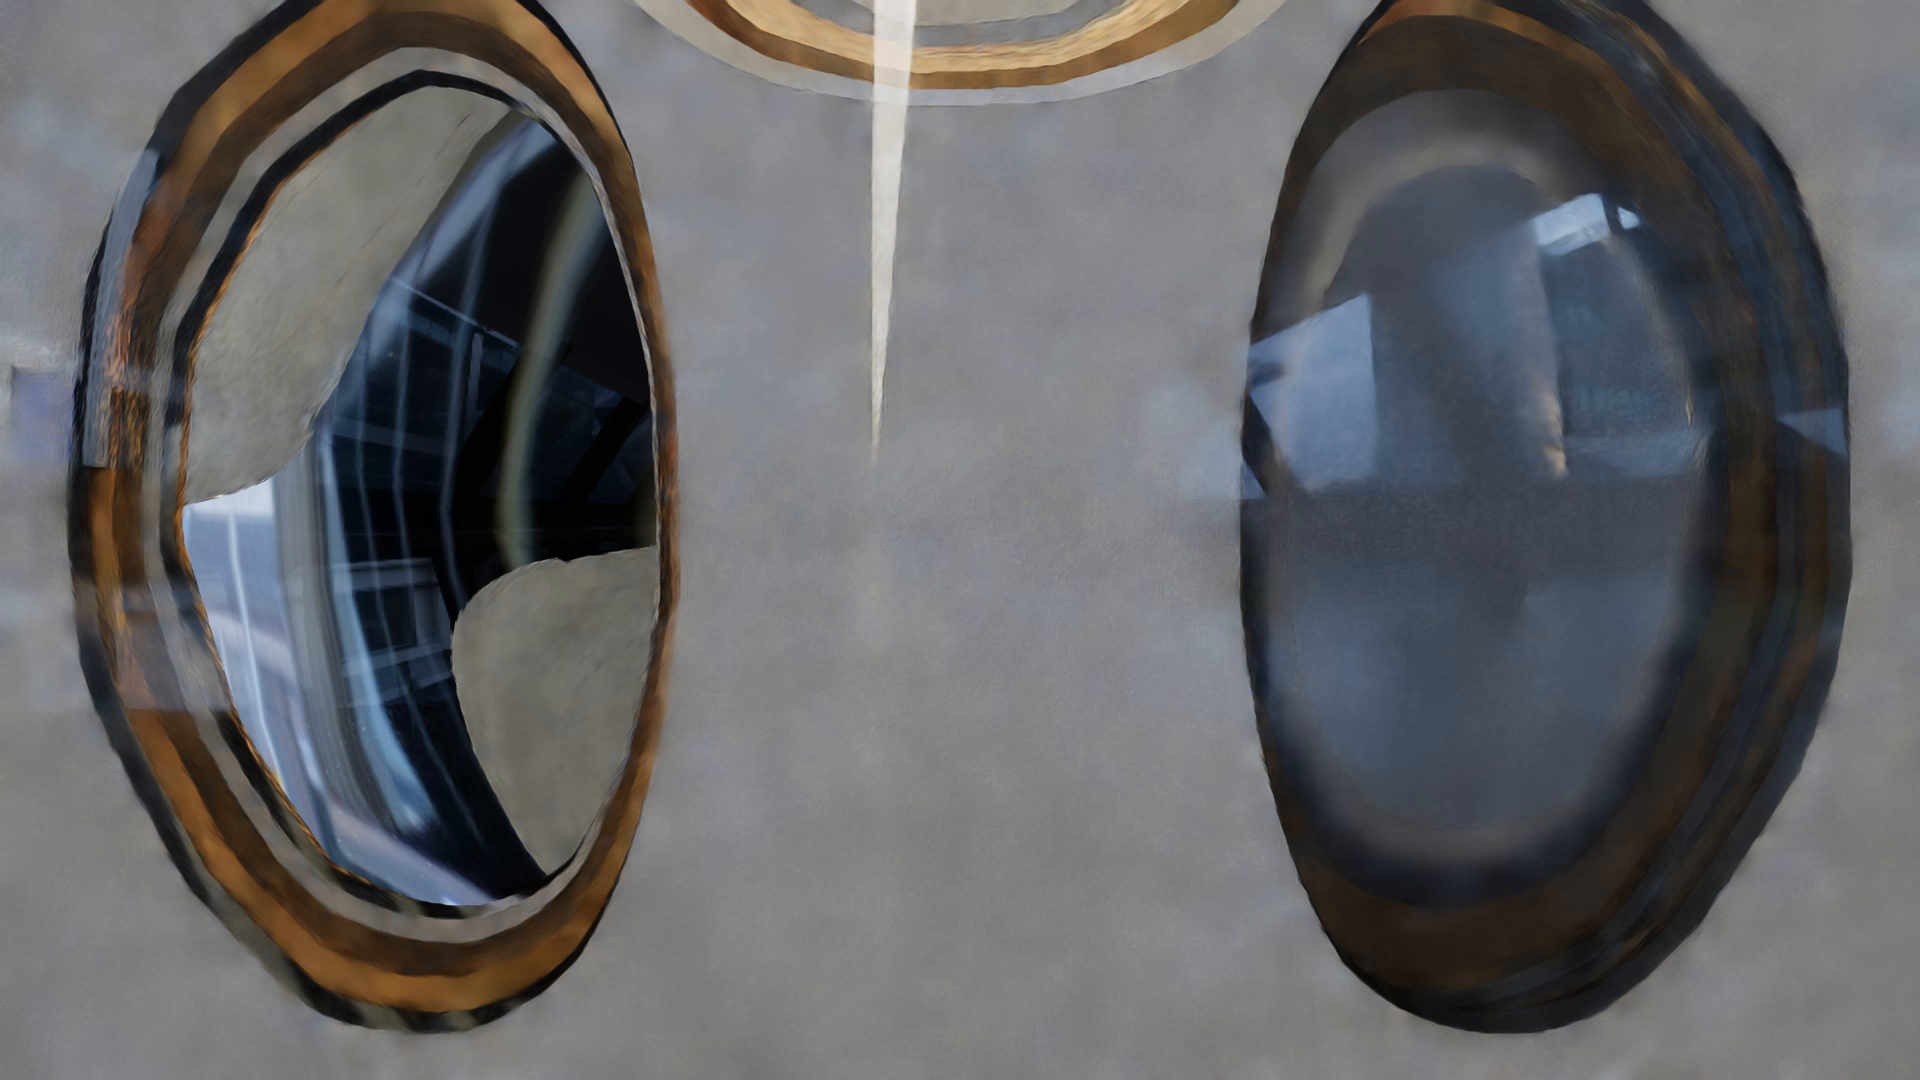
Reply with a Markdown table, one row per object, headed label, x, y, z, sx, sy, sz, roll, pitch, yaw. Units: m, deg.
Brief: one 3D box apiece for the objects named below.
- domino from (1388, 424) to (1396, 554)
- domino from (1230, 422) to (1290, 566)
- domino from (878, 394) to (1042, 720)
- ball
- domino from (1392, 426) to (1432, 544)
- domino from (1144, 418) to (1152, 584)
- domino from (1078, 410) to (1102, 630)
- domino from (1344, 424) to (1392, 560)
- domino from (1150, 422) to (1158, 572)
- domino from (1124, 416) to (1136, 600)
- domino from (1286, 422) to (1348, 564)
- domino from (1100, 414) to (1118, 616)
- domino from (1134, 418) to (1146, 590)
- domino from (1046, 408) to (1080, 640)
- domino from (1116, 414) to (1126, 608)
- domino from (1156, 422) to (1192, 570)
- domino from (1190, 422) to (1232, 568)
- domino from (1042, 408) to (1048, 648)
| label | x | y | z | sx | sy | sz | roll | pitch | yaw |
| --- | --- | --- | --- | --- | --- | --- | --- | --- | --- |
| domino | 0.154 | -0.020 | 0.497 | 0.025 | 0.050 | 0.010 | 0 | 4 | 3 |
| domino | 0.105 | -0.017 | 0.455 | 0.009 | 0.050 | 0.025 | -2 | 5 | -21 |
| domino | 0.000 | 0.002 | 0.201 | 0.025 | 0.050 | 0.009 | 0 | 4 | 0 |
| ball | 0.000 | -0.002 | 0.056 | 0.080 | 0.080 | 0.080 | 0 | 4 | 0 |
| domino | 0.192 | -0.024 | 0.558 | 0.009 | 0.050 | 0.025 | -2 | 5 | -26 |
| domino | 0.046 | -0.012 | 0.395 | 0.025 | 0.050 | 0.009 | 1 | 4 | 10 |
| domino | 0.020 | -0.005 | 0.300 | 0.025 | 0.050 | 0.009 | 1 | 5 | 19 |
| domino | 0.146 | -0.018 | 0.478 | 0.025 | 0.050 | 0.010 | 4 | 6 | 44 |
| domino | 0.053 | -0.015 | 0.433 | 0.025 | 0.050 | 0.009 | 2 | 5 | 29 |
| domino | 0.036 | -0.009 | 0.358 | 0.025 | 0.050 | 0.009 | 1 | 4 | 16 |
| domino | 0.128 | -0.017 | 0.466 | 0.010 | 0.050 | 0.025 | -2 | 5 | -26 |
| domino | 0.026 | -0.007 | 0.324 | 0.025 | 0.050 | 0.009 | 1 | 4 | 15 |
| domino | 0.042 | -0.011 | 0.378 | 0.025 | 0.050 | 0.010 | 1 | 4 | 16 |
| domino | 0.013 | -0.004 | 0.286 | 0.025 | 0.050 | 0.009 | 2 | 5 | 27 |
| domino | 0.031 | -0.008 | 0.341 | 0.025 | 0.050 | 0.009 | 1 | 4 | 15 |
| domino | 0.070 | -0.016 | 0.446 | 0.010 | 0.050 | 0.025 | -1 | 5 | -19 |
| domino | 0.085 | -0.016 | 0.450 | 0.010 | 0.050 | 0.025 | -1 | 4 | -13 |
| domino | 0.005 | -0.003 | 0.269 | 0.025 | 0.050 | 0.009 | 2 | 5 | 23 |
